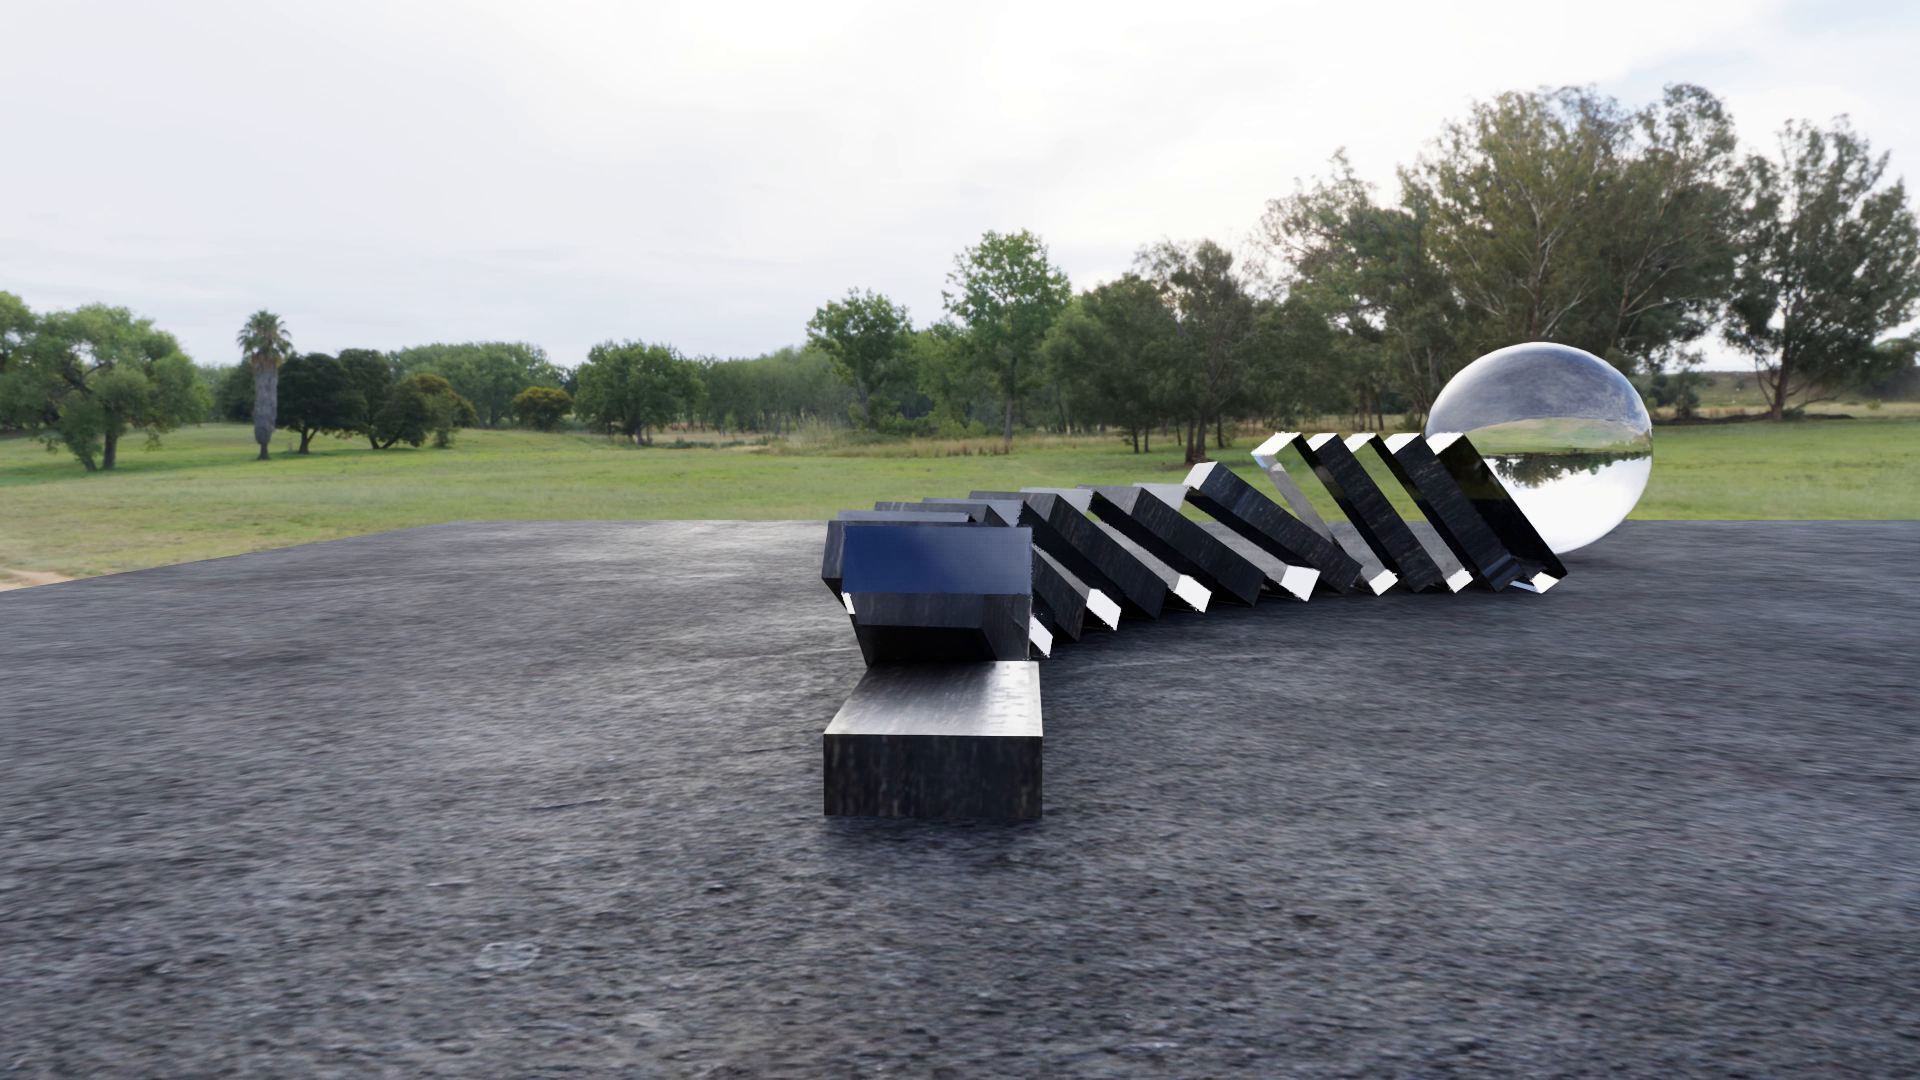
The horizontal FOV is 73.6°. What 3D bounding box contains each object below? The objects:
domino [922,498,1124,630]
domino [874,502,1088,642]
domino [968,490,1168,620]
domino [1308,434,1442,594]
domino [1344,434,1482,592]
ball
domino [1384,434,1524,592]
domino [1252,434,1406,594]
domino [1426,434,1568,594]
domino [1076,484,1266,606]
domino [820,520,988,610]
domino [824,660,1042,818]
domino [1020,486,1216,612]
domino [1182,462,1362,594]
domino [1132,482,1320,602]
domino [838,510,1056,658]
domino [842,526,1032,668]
[{"bbox_3d":[0.014,0.006,0.283,0.025,0.009,0.050,3,-22,35],"label":"domino"},{"bbox_3d":[0.004,0.007,0.263,0.025,0.009,0.050,2,-22,30],"label":"domino"},{"bbox_3d":[0.025,0.004,0.302,0.025,0.009,0.050,4,-22,42],"label":"domino"},{"bbox_3d":[0.119,-0.008,0.376,0.009,0.050,0.025,-37,2,5],"label":"domino"},{"bbox_3d":[0.131,-0.009,0.378,0.009,0.050,0.025,-37,2,5],"label":"domino"},{"bbox_3d":[0.215,-0.034,0.481,0.080,0.080,0.080,0,4,0],"label":"ball"},{"bbox_3d":[0.143,-0.008,0.378,0.010,0.050,0.025,-37,2,5],"label":"domino"},{"bbox_3d":[0.106,-0.008,0.371,0.010,0.050,0.025,-38,4,2],"label":"domino"},{"bbox_3d":[0.155,-0.008,0.377,0.010,0.050,0.025,-37,2,5],"label":"domino"},{"bbox_3d":[0.054,0.001,0.335,0.050,0.009,0.025,31,-13,-32],"label":"domino"},{"bbox_3d":[-0.004,0.011,0.217,0.025,0.010,0.050,1,-22,12],"label":"domino"},{"bbox_3d":[-0.002,0.025,0.171,0.025,0.009,0.050,0,4,3],"label":"domino"},{"bbox_3d":[0.038,0.003,0.320,0.050,0.010,0.025,32,-17,-37],"label":"domino"},{"bbox_3d":[0.087,-0.004,0.365,0.050,0.010,0.025,35,0,-4],"label":"domino"},{"bbox_3d":[0.071,0.000,0.348,0.050,0.009,0.025,29,-9,-25],"label":"domino"},{"bbox_3d":[-0.002,0.009,0.241,0.025,0.010,0.050,2,-22,24],"label":"domino"},{"bbox_3d":[-0.002,0.012,0.193,0.025,0.009,0.050,1,-22,2],"label":"domino"}]
